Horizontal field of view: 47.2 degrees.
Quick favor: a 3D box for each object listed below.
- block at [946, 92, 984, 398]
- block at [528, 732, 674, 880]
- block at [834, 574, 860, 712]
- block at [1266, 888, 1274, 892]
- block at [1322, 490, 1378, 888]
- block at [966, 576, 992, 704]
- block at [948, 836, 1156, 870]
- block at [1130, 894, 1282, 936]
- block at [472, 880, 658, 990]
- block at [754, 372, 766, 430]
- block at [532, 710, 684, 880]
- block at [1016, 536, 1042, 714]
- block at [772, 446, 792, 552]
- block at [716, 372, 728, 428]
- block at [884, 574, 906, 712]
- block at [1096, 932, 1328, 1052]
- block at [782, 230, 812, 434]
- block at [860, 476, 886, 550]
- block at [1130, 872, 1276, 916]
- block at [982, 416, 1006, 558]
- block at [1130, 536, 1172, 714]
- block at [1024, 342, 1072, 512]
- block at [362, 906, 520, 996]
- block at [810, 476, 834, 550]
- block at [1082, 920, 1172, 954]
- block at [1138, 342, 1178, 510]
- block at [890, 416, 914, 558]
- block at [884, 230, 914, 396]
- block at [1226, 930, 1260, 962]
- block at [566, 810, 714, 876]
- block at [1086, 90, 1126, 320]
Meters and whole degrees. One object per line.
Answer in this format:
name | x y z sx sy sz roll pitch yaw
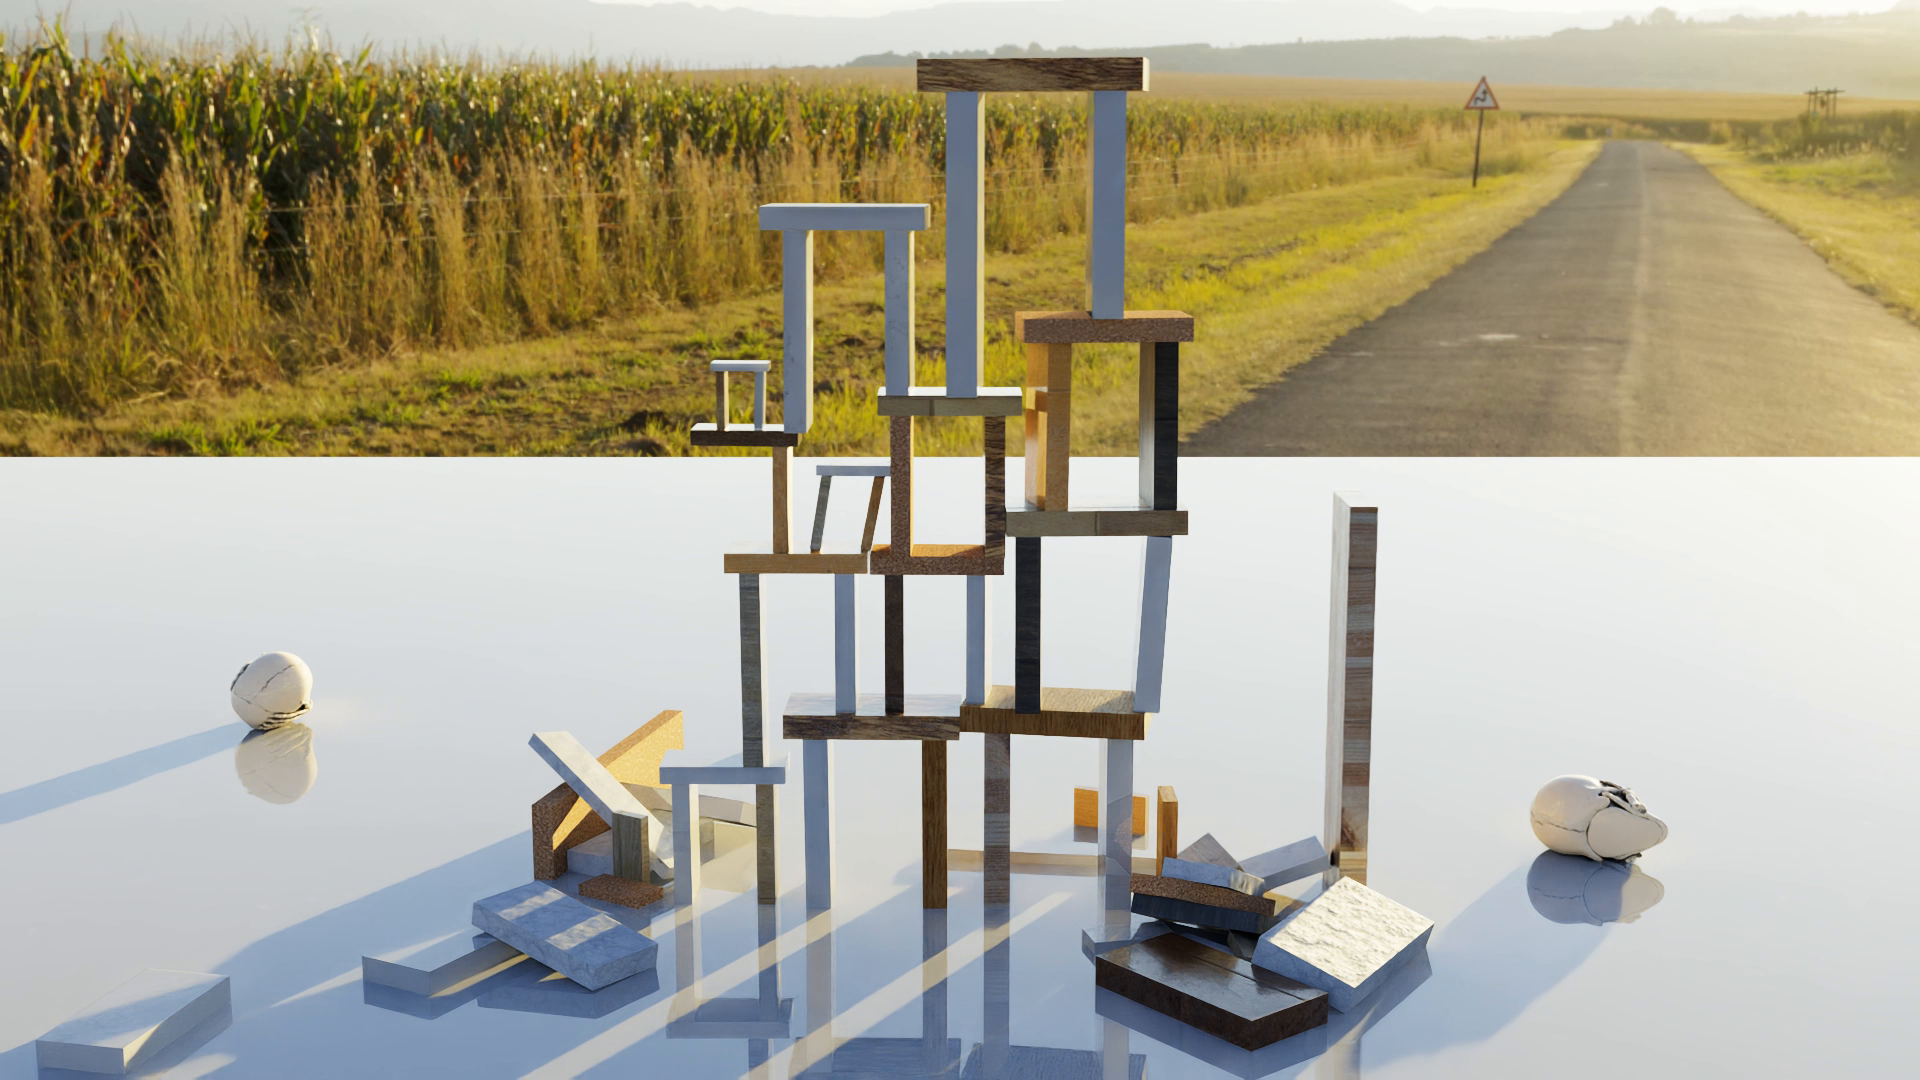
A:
block | 0.009 -0.467 3.461 0.049 0.466 0.171 1 11 4
block | -0.601 0.455 3.809 0.378 0.024 0.085 39 18 27
block | -0.184 0.156 3.591 0.033 0.230 0.115 0 11 1
block | 0.542 0.552 3.694 0.140 0.020 0.070 -22 15 -9
block | 0.639 0.261 3.609 0.045 0.668 0.158 0 11 0
block | 0.032 0.151 3.585 0.030 0.214 0.107 1 11 7
block | 0.158 0.547 3.848 0.393 0.020 0.070 1 11 8
block | 0.389 0.591 3.452 0.215 0.030 0.108 4 -12 31
block | -0.606 0.603 3.367 0.266 0.038 0.133 19 18 33
block | -0.320 -0.226 3.517 0.013 0.092 0.046 2 11 0
block | -0.635 0.456 4.033 0.037 0.130 0.642 2 11 13
block | 0.111 0.123 3.539 0.040 0.285 0.143 0 11 3
block | -0.286 -0.072 3.544 0.024 0.171 0.085 1 11 1
block | -0.380 -0.226 3.517 0.013 0.092 0.046 1 11 1
block | -0.106 0.157 3.587 0.030 0.229 0.107 0 11 0
block | 0.363 0.654 3.204 0.158 0.045 0.316 -9 14 -39
block | -0.257 -0.335 3.495 0.036 0.317 0.128 1 11 1
block | -0.140 -0.048 3.552 0.017 0.121 0.060 11 11 -2
block | 0.384 0.563 3.477 0.215 0.030 0.108 18 -13 -35
block | 0.054 -0.094 3.527 0.032 0.227 0.113 0 11 -1
block | 0.308 0.122 3.546 0.040 0.285 0.143 4 11 1
block | 0.139 -0.187 3.480 0.037 0.264 0.132 -2 11 -12
block | -0.772 0.625 3.376 0.133 0.038 0.266 6 12 29
block | -0.223 -0.048 3.552 0.017 0.121 0.060 9 10 -2
block | 0.265 0.622 3.443 0.134 0.019 0.067 -3 11 -14
block | 0.315 -0.189 3.488 0.037 0.264 0.132 -2 11 -6
block | -0.093 -0.094 3.529 0.032 0.227 0.113 0 11 1
block | -0.095 -0.364 3.480 0.036 0.257 0.128 1 11 3
block | 0.449 0.624 3.328 0.067 0.019 0.134 11 6 -4
block | -0.558 0.535 3.865 0.131 0.037 0.261 5 12 26
block | 0.226 -0.523 3.420 0.049 0.343 0.171 0 11 0
